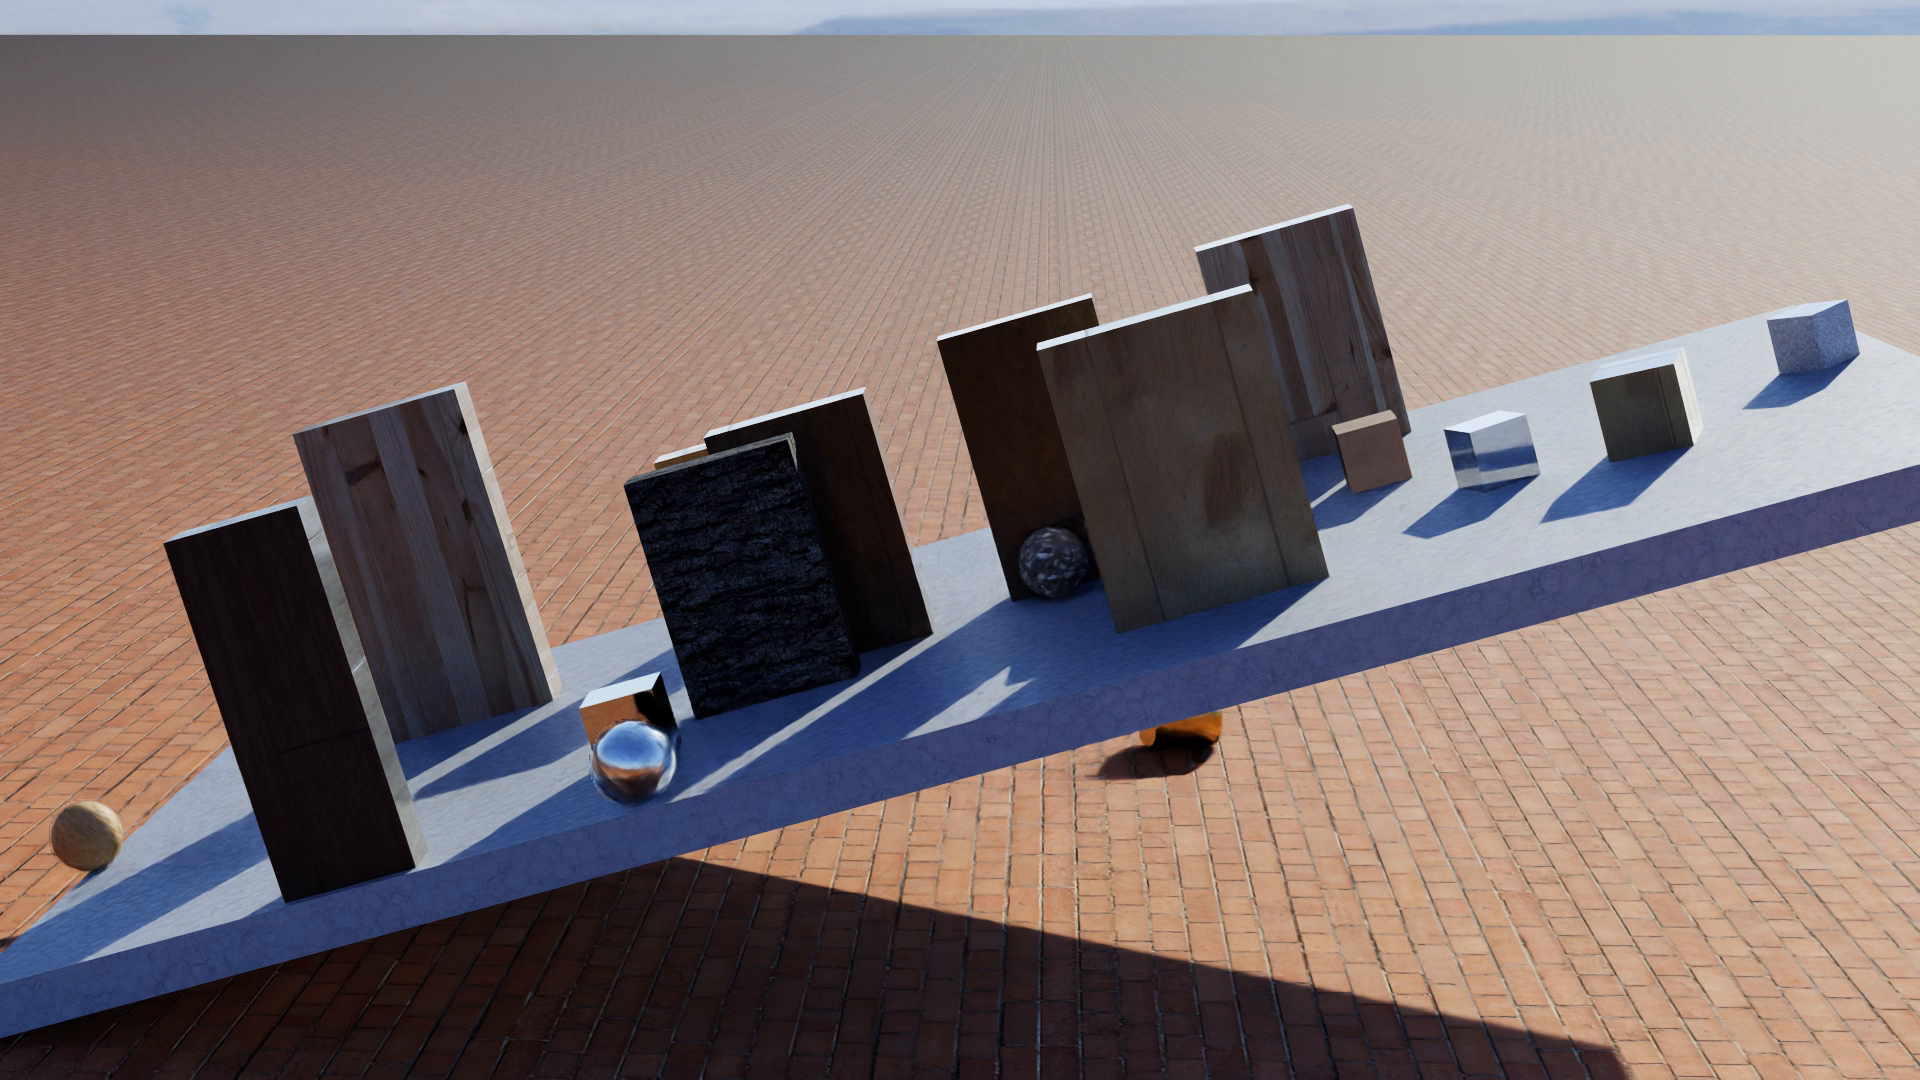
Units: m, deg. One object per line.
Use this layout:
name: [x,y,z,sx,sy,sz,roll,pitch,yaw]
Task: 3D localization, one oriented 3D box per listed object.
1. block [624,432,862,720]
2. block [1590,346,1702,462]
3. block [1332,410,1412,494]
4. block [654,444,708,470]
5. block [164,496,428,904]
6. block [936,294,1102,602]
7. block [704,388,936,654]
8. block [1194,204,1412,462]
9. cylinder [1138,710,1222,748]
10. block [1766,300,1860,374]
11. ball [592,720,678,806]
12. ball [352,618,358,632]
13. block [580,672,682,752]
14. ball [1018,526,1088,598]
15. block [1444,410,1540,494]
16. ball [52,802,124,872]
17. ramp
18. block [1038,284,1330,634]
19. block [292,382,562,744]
block: [-0.443,0.074,6.023,0.347,0.507,0.104,-15,10,5]
block: [1.398,-0.276,5.984,0.171,0.171,0.171,-12,10,23]
block: [0.902,-0.194,6.448,0.134,0.134,0.134,-15,10,5]
block: [-0.505,-0.028,6.951,0.312,0.428,0.113,-15,10,5]
block: [-1.227,0.296,5.455,0.258,0.707,0.114,-15,10,5]
block: [0.195,-0.196,6.275,0.338,0.584,0.087,-15,10,5]
block: [-0.294,-0.017,6.222,0.347,0.531,0.104,-15,10,5]
block: [0.810,-0.475,6.960,0.378,0.547,0.120,-15,10,5]
cylinder: [0.572,0.453,7.700,0.178,0.178,0.178,-3,11,-14]
block: [1.835,-0.437,6.325,0.122,0.122,0.122,-22,11,-32]
ball: [-0.600,0.411,5.422,0.156,0.156,0.156,0,10,0]
ball: [-1.776,0.233,8.965,0.151,0.151,0.151,0,10,0]
block: [-0.647,0.364,5.791,0.147,0.147,0.147,-16,10,4]
ball: [0.197,0.046,6.199,0.150,0.150,0.150,0,10,0]
block: [1.099,-0.183,6.075,0.129,0.129,0.129,-18,10,-12]
ball: [-1.862,0.632,6.277,0.149,0.149,0.149,0,10,0]
ramp: [0.087,0.188,6.323,4.000,0.100,2.000,-15,10,5]
block: [0.431,-0.156,5.688,0.424,0.574,0.118,-15,10,5]
block: [-1.209,0.053,6.705,0.382,0.743,0.130,-15,10,5]
